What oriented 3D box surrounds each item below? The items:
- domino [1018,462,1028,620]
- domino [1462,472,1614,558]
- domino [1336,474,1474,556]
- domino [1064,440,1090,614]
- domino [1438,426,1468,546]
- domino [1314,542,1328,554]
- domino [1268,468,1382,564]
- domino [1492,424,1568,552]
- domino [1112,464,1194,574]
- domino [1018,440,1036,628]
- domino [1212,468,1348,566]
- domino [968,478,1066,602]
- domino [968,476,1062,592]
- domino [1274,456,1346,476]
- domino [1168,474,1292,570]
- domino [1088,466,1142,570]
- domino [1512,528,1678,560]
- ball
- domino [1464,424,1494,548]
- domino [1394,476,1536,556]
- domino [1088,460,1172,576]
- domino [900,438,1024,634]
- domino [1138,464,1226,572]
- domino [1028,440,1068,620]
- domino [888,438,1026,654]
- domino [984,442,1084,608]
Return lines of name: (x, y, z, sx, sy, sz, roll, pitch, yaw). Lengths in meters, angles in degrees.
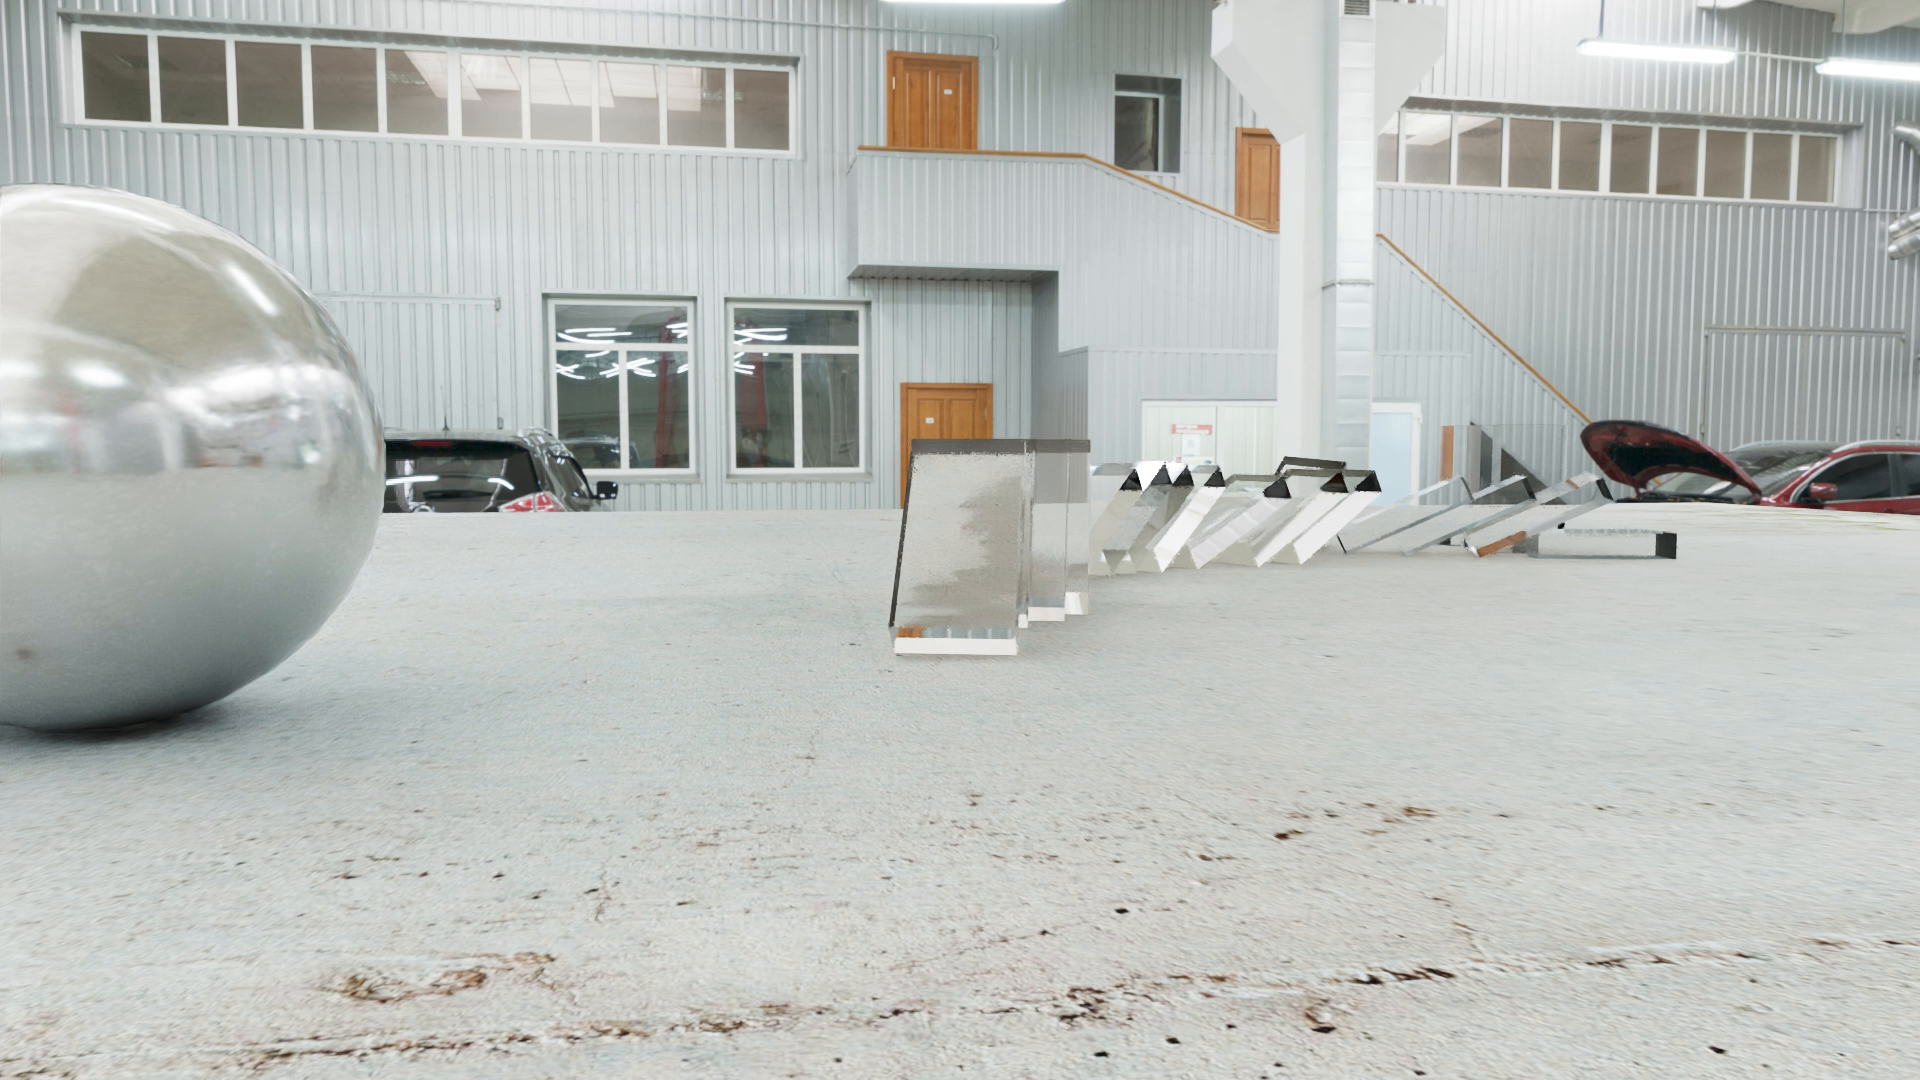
domino: (0.001, -0.001, 0.284, 0.025, 0.050, 0.010, 1, -37, 6)
domino: (0.216, -0.010, 0.484, 0.050, 0.010, 0.025, -26, 2, 15)
domino: (0.170, -0.010, 0.494, 0.050, 0.009, 0.025, -26, -3, 17)
domino: (0.021, -0.004, 0.333, 0.025, 0.050, 0.010, 1, -37, 6)
domino: (0.215, -0.023, 0.540, 0.025, 0.050, 0.009, -1, 4, -15)
domino: (0.134, -0.001, 0.522, 0.025, 0.009, 0.050, 2, 5, 21)
domino: (0.130, -0.009, 0.473, 0.050, 0.009, 0.025, -36, 23, -27)
domino: (0.223, -0.020, 0.503, 0.025, 0.050, 0.009, 0, 4, 3)
domino: (0.057, -0.008, 0.434, 0.025, 0.010, 0.050, 1, 37, 37)
domino: (0.005, -0.002, 0.309, 0.025, 0.050, 0.010, 0, -37, 6)
domino: (0.113, -0.009, 0.462, 0.050, 0.009, 0.025, -35, 22, -24)
domino: (0.017, -0.001, 0.366, 0.025, 0.009, 0.050, 0, 33, 6)
domino: (0.018, -0.003, 0.386, 0.025, 0.010, 0.050, 0, 33, 7)
domino: (0.132, -0.014, 0.501, 0.025, 0.009, 0.050, 9, 42, 30)
domino: (0.091, -0.007, 0.455, 0.050, 0.010, 0.025, -33, 20, -26)
domino: (0.036, -0.006, 0.405, 0.025, 0.010, 0.050, 2, 37, 35)
domino: (0.240, 0.001, 0.486, 0.050, 0.009, 0.025, 0, 4, 3)
ball: (-0.129, -0.012, 0.191, 0.080, 0.080, 0.080, 0, 4, 0)
domino: (0.220, -0.022, 0.522, 0.025, 0.050, 0.009, -1, 4, -12)
domino: (0.191, -0.009, 0.490, 0.050, 0.009, 0.025, -26, -3, 16)
domino: (0.048, -0.008, 0.420, 0.025, 0.010, 0.050, 0, 36, 37)
domino: (0.001, -0.002, 0.297, 0.025, 0.050, 0.009, 0, -37, 6)
domino: (0.069, -0.008, 0.445, 0.025, 0.009, 0.050, 4, 38, 41)
domino: (0.014, -0.003, 0.321, 0.025, 0.050, 0.009, 0, -37, 6)
domino: (0.000, 0.000, 0.272, 0.025, 0.050, 0.009, 0, -37, 6)
domino: (0.021, -0.005, 0.347, 0.025, 0.050, 0.009, 0, -39, 6)
